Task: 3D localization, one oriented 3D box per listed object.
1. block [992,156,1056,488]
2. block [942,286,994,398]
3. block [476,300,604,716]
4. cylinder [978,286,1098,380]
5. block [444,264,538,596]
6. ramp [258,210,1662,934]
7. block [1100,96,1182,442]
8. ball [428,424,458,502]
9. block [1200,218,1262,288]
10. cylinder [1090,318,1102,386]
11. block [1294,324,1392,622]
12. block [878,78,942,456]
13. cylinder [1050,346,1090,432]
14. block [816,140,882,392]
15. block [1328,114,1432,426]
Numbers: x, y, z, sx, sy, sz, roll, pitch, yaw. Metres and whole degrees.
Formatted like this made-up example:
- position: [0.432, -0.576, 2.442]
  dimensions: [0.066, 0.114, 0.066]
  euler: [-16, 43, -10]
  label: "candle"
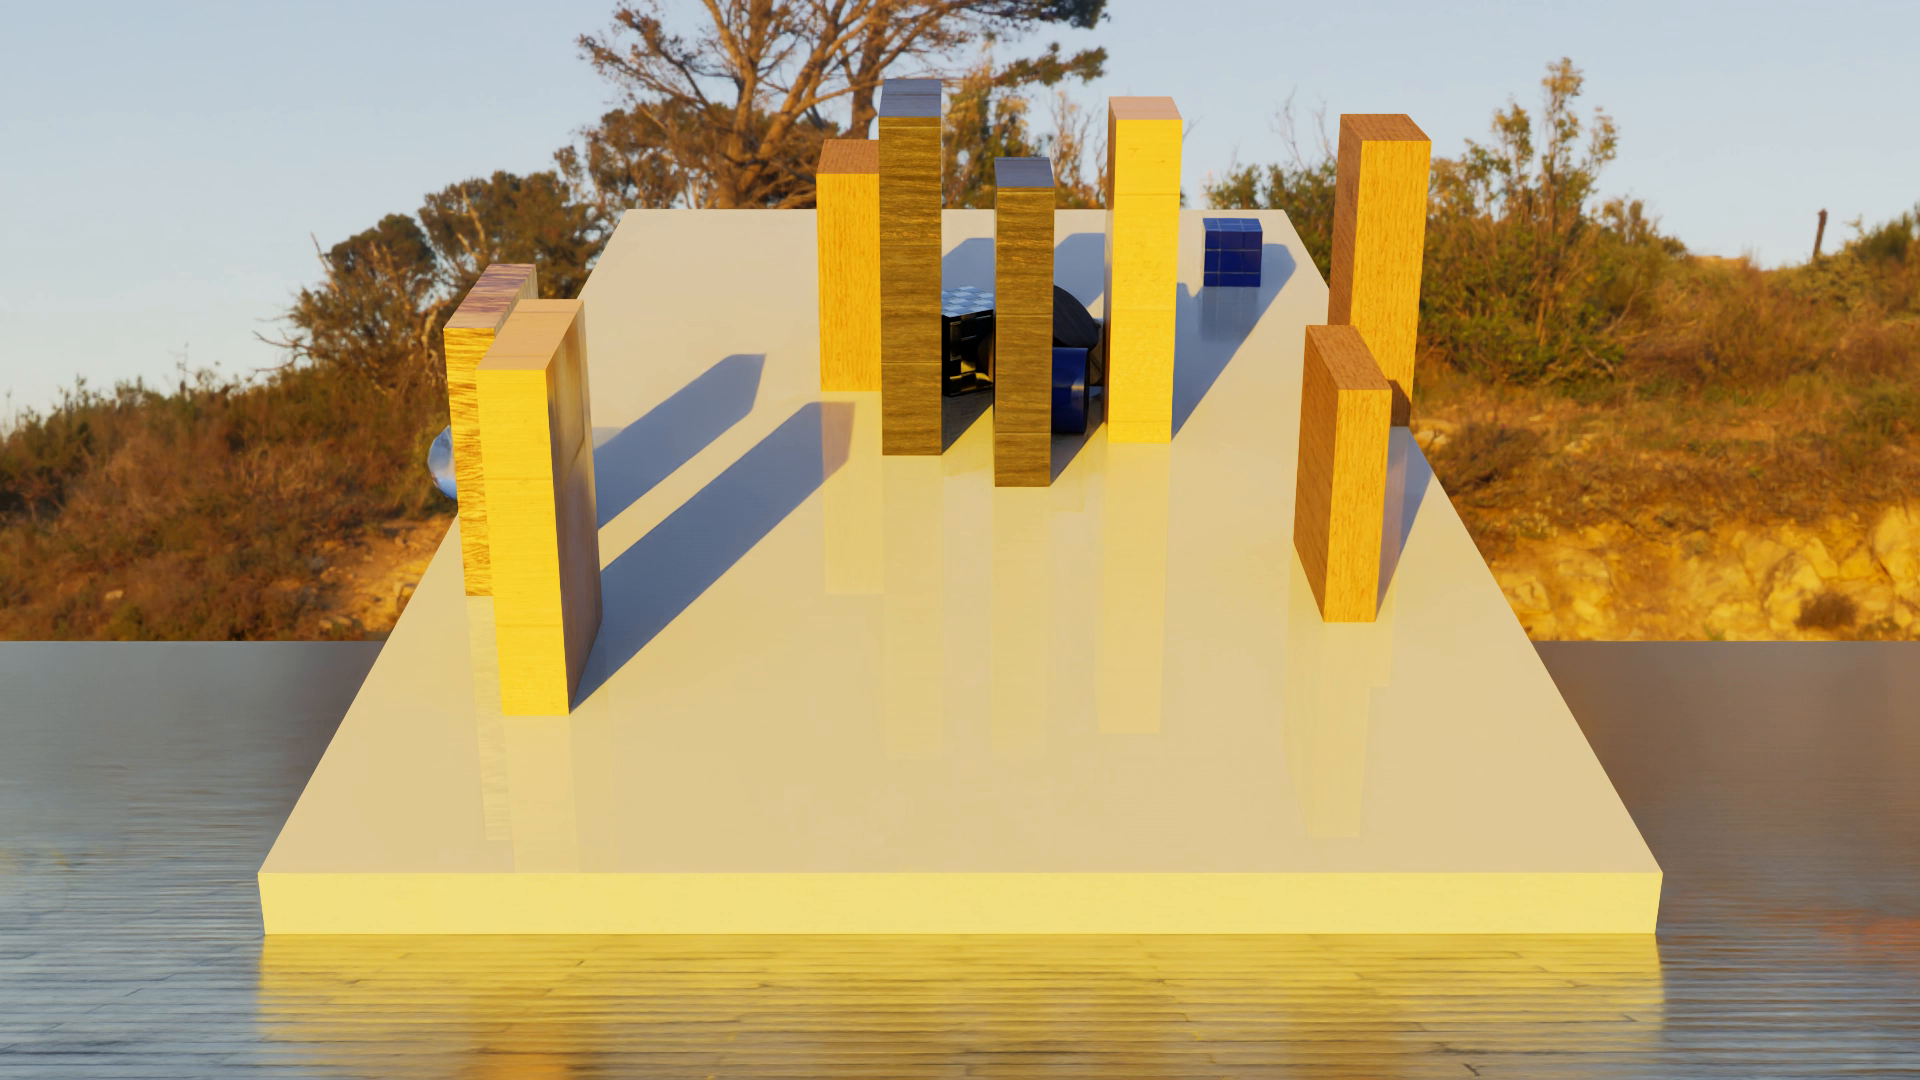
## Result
- position: [0.128, -0.452, 4.740]
  dimensions: [0.114, 0.627, 0.275]
  euler: [0, 22, 0]
  label: "block"
- position: [0.000, -0.465, 5.361]
  dimensions: [0.193, 0.193, 0.193]
  euler: [-15, 26, -32]
  label: "block"
- position: [-0.691, -0.061, 3.809]
  dimensions: [0.107, 0.588, 0.397]
  euler: [0, 22, 0]
  label: "block"
- position: [0.176, -0.445, 5.195]
  dimensions: [0.197, 0.197, 0.197]
  euler: [2, -37, -44]
  label: "cylinder"
- position: [-0.860, -0.215, 4.303]
  dimensions: [0.088, 0.508, 0.438]
  euler: [0, 22, 0]
  label: "block"
- position: [-0.006, -0.219, 5.139]
  dimensions: [2.000, 0.100, 4.000]
  euler: [0, 22, 0]
  label: "ramp"
- position: [0.390, -0.586, 4.974]
  dimensions: [0.136, 0.705, 0.254]
  euler: [0, 22, 0]
  label: "block"
- position: [-0.984, -0.156, 4.612]
  dimensions: [0.170, 0.170, 0.170]
  euler: [0, -2, 0]
  label: "ball"
- position: [0.734, -0.779, 6.207]
  dimensions: [0.152, 0.152, 0.152]
  euler: [1, 22, 2]
  label: "block"
- position: [0.338, -0.434, 5.291]
  dimensions: [0.158, 0.158, 0.158]
  euler: [-5, 2, -45]
  label: "cylinder"
- position: [0.694, -0.128, 4.190]
  dimensions: [0.092, 0.435, 0.393]
  euler: [0, 22, 0]
  label: "block"
- position: [-0.103, -0.596, 4.967]
  dimensions: [0.127, 0.727, 0.420]
  euler: [0, 22, 0]
  label: "block"
- position: [0.185, -0.332, 5.037]
  dimensions: [0.187, 0.187, 0.187]
  euler: [3, -2, 7]
  label: "cylinder"
- position: [-0.252, -0.651, 5.397]
  dimensions: [0.142, 0.510, 0.372]
  euler: [0, 22, 0]
  label: "block"
- position: [0.925, -0.603, 5.109]
  dimensions: [0.147, 0.638, 0.292]
  euler: [0, 22, 0]
  label: "block"
